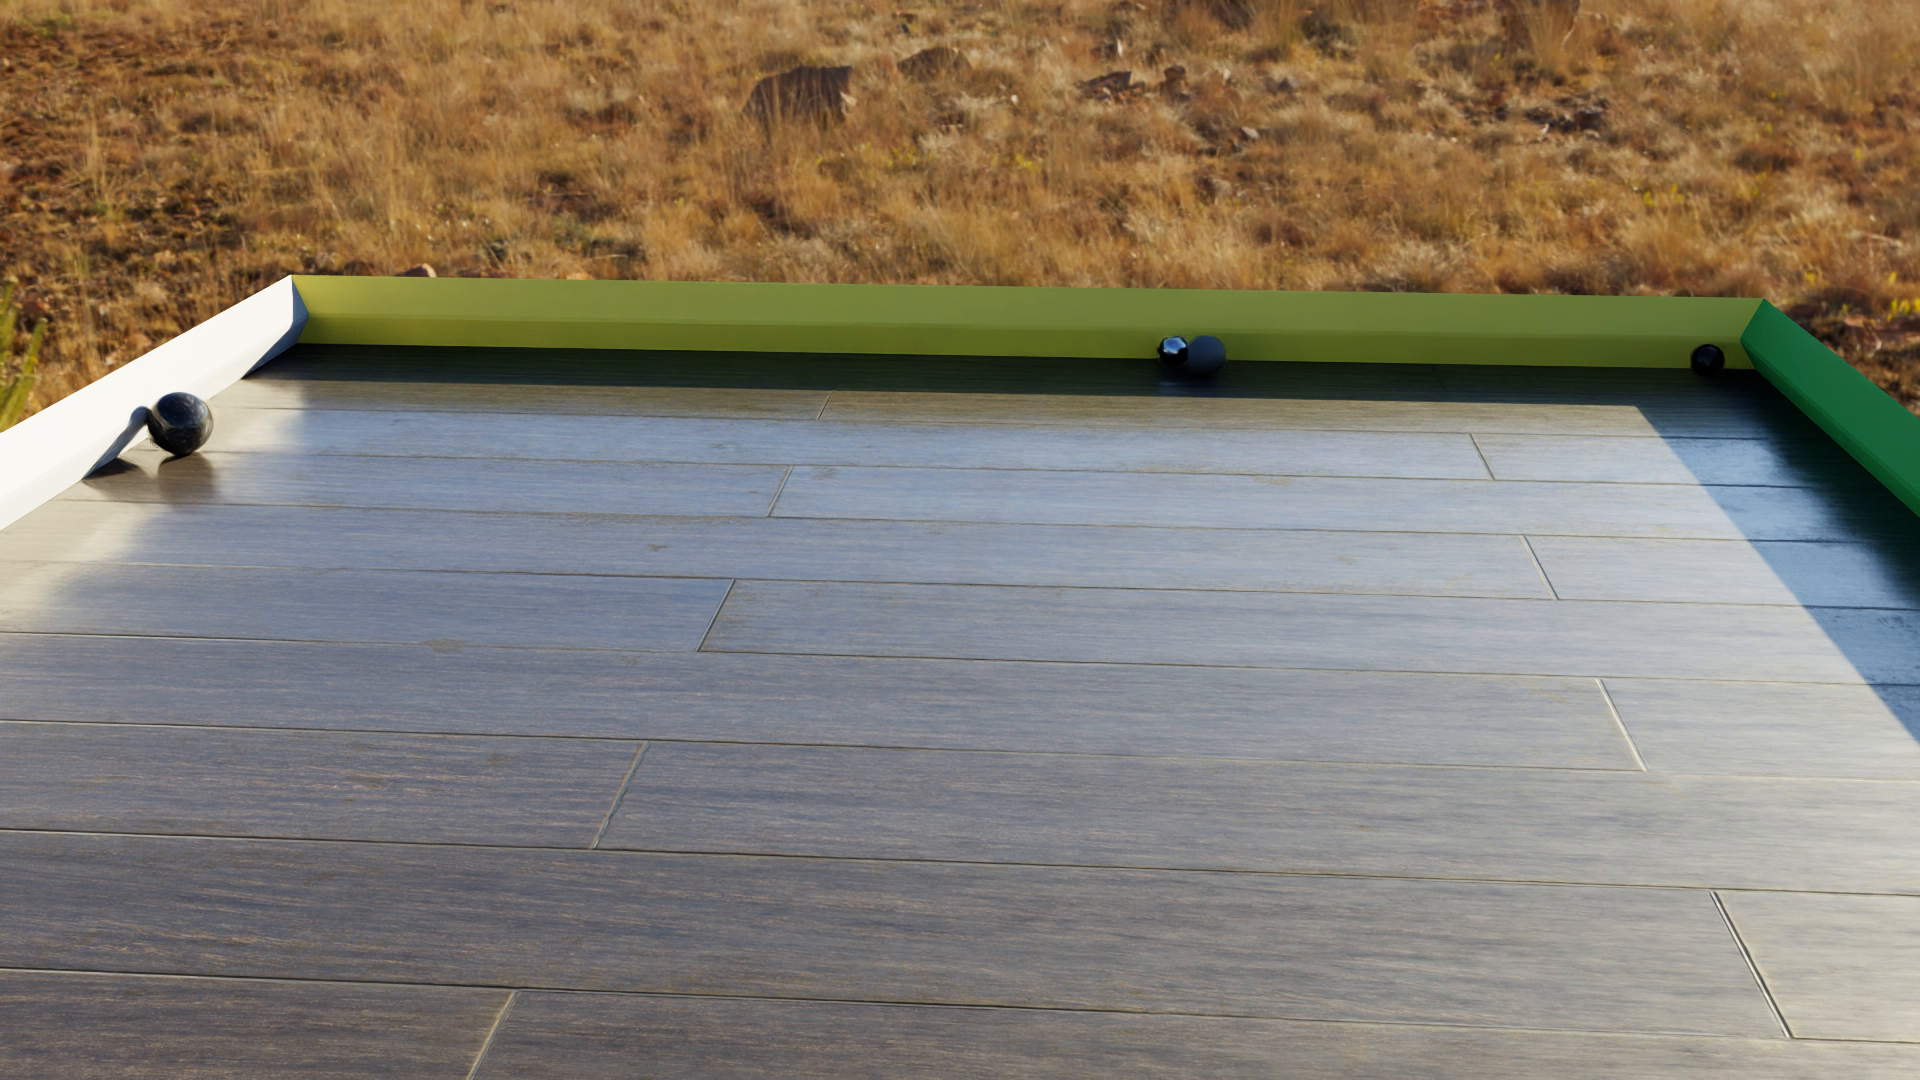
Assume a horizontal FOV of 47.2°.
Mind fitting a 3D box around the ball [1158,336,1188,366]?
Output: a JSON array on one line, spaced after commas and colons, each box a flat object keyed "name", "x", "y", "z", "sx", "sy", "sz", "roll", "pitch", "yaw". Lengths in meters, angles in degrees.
[{"name": "ball", "x": 0.365, "y": -0.322, "z": 3.749, "sx": 0.054, "sy": 0.054, "sz": 0.054, "roll": 0, "pitch": 18, "yaw": 0}]

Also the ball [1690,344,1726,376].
[{"name": "ball", "x": 1.253, "y": -0.301, "z": 3.685, "sx": 0.054, "sy": 0.054, "sz": 0.054, "roll": 0, "pitch": 18, "yaw": 0}]

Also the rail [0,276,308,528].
[{"name": "rail", "x": -1.332, "y": 0.288, "z": 1.799, "sx": 0.045, "sy": 0.121, "sz": 4.449, "roll": 1, "pitch": 18, "yaw": 4}]

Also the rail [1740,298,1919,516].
[{"name": "rail", "x": 1.161, "y": 0.348, "z": 1.617, "sx": 0.045, "sy": 0.121, "sz": 4.449, "roll": 1, "pitch": 18, "yaw": 4}]

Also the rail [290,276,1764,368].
[{"name": "rail", "x": 0.083, "y": -0.372, "z": 3.791, "sx": 2.548, "sy": 0.121, "sz": 0.045, "roll": 1, "pitch": 18, "yaw": 4}]

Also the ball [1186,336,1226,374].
[{"name": "ball", "x": 0.414, "y": -0.311, "z": 3.696, "sx": 0.066, "sy": 0.066, "sz": 0.066, "roll": 0, "pitch": 18, "yaw": 0}]

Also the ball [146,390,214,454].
[{"name": "ball", "x": -1.148, "y": -0.173, "z": 3.236, "sx": 0.093, "sy": 0.093, "sz": 0.093, "roll": 0, "pitch": 18, "yaw": 0}]
